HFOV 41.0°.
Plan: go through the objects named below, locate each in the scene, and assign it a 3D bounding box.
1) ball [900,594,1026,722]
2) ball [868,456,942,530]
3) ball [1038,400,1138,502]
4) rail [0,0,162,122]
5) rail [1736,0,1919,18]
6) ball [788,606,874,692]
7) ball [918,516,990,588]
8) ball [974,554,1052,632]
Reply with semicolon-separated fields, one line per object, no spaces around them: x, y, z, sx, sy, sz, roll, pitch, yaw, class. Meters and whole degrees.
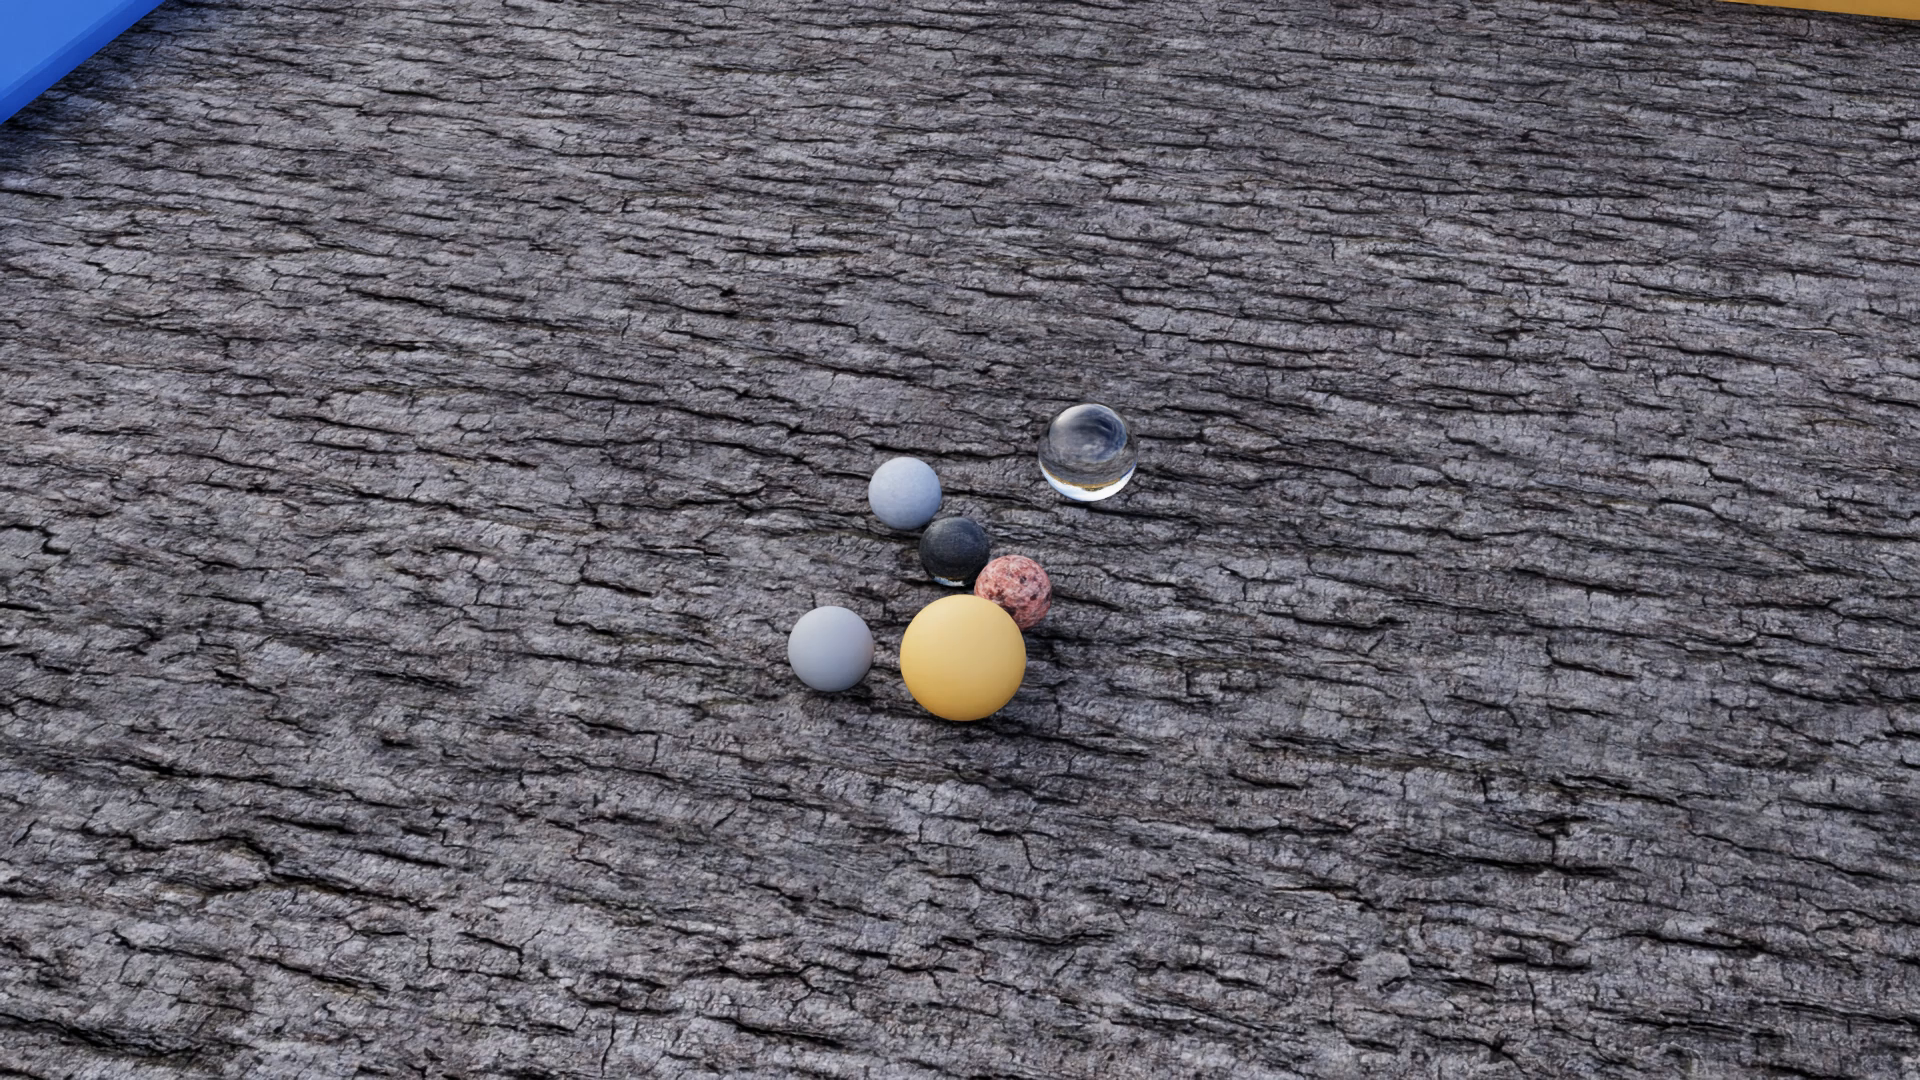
0.002;0.079;1.717;0.085;0.085;0.085;0;34;0;ball
-0.041;-0.035;1.909;0.055;0.055;0.055;0;34;0;ball
0.097;-0.067;1.937;0.076;0.076;0.076;0;34;0;ball
-1.040;-0.176;2.064;0.045;0.110;2.485;9;35;12;rail
1.375;-0.527;2.576;4.398;0.110;0.045;9;35;12;rail
-0.088;0.074;1.747;0.059;0.059;0.059;0;34;0;ball
-0.004;0.008;1.849;0.052;0.052;0.052;0;34;0;ball
0.037;0.038;1.803;0.055;0.055;0.055;0;34;0;ball
